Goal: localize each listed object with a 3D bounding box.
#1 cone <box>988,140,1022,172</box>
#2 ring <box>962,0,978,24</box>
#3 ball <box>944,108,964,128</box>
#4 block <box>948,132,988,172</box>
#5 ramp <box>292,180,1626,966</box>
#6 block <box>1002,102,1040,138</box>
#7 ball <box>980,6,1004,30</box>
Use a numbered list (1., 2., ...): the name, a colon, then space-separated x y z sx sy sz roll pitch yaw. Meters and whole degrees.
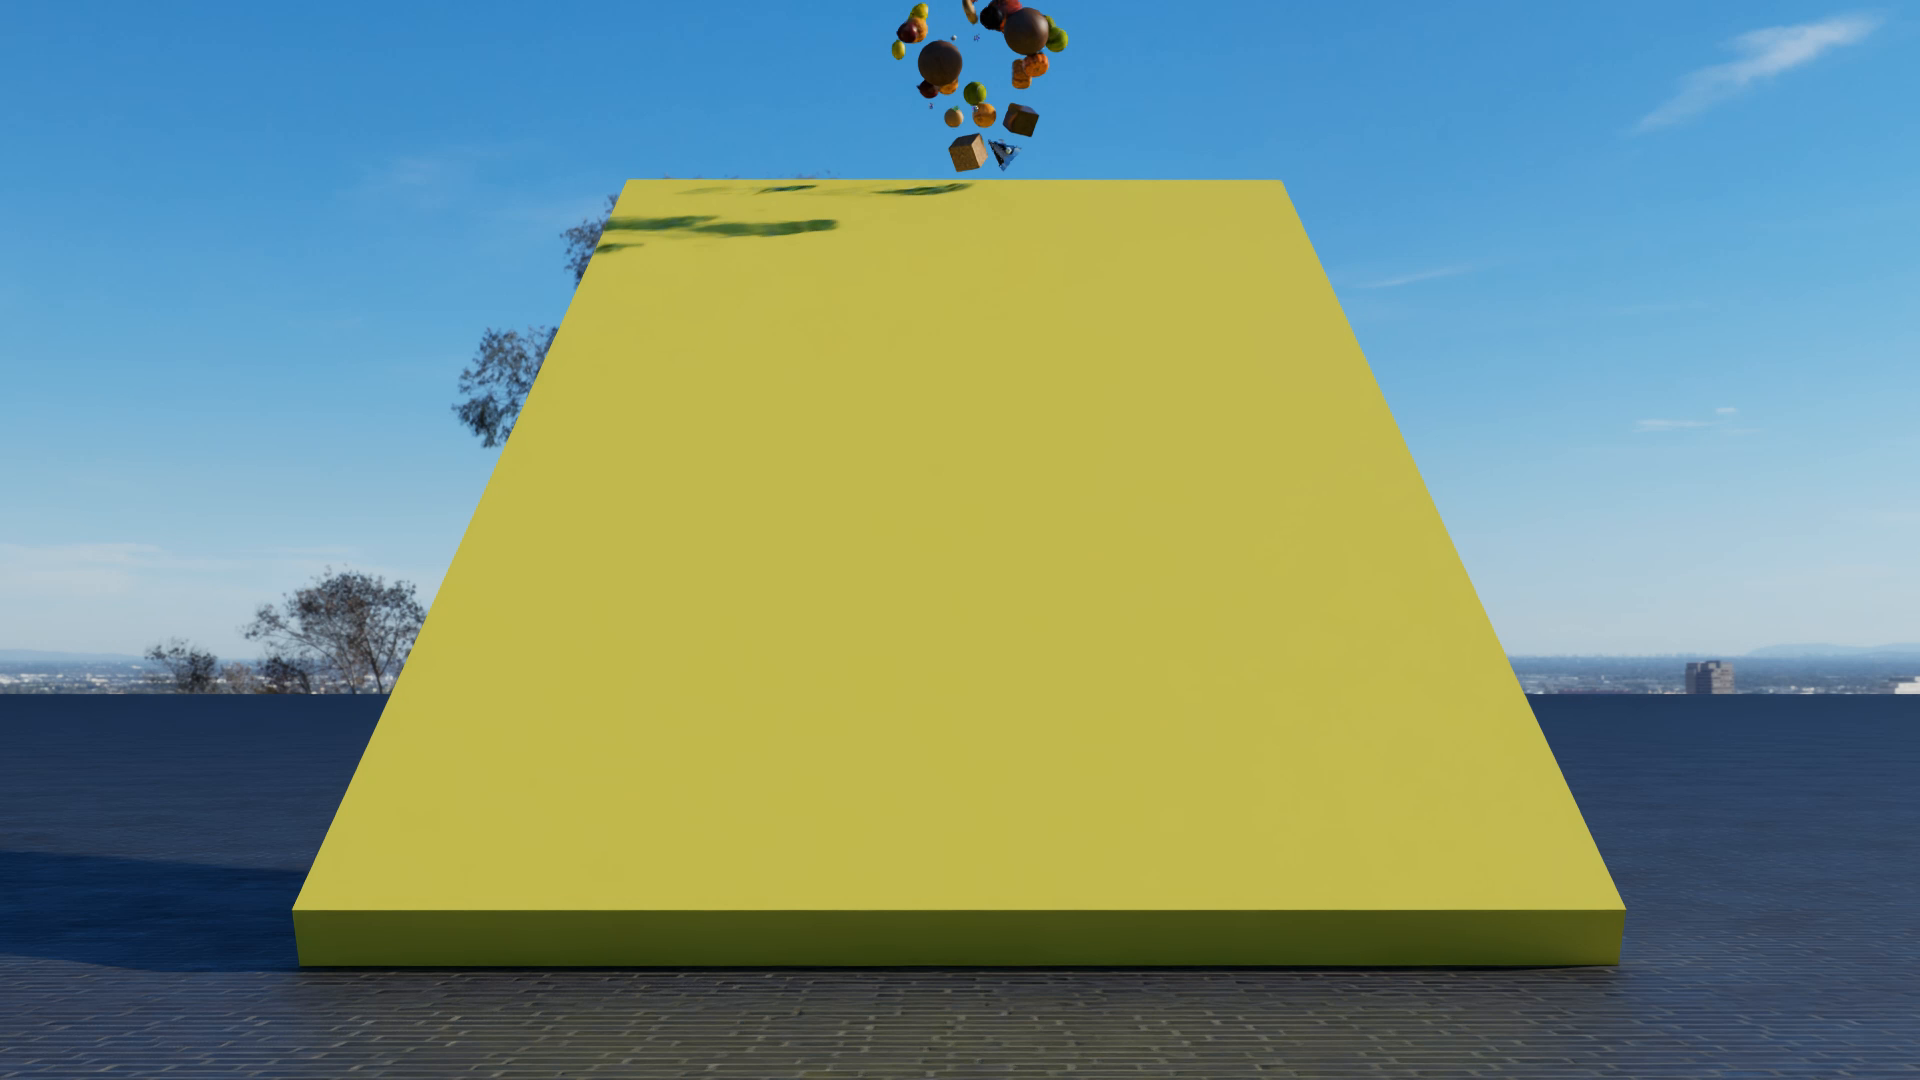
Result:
1. cone: 0.122 -1.182 7.074 0.097 0.097 0.097 39 -9 -5
2. ring: 0.030 -1.570 6.931 0.027 0.081 0.081 -25 -8 8
3. ball: -0.019 -1.292 7.135 0.060 0.060 0.060 0 -4 0
4. block: 0.024 -1.123 6.765 0.076 0.076 0.076 -6 32 28
5. ramp: -0.008 -0.229 5.338 2.000 0.100 4.000 0 24 0
6. block: 0.178 -1.226 6.809 0.069 0.069 0.069 8 26 -27
7. ball: 0.094 -1.549 6.919 0.070 0.070 0.070 0 -4 0
